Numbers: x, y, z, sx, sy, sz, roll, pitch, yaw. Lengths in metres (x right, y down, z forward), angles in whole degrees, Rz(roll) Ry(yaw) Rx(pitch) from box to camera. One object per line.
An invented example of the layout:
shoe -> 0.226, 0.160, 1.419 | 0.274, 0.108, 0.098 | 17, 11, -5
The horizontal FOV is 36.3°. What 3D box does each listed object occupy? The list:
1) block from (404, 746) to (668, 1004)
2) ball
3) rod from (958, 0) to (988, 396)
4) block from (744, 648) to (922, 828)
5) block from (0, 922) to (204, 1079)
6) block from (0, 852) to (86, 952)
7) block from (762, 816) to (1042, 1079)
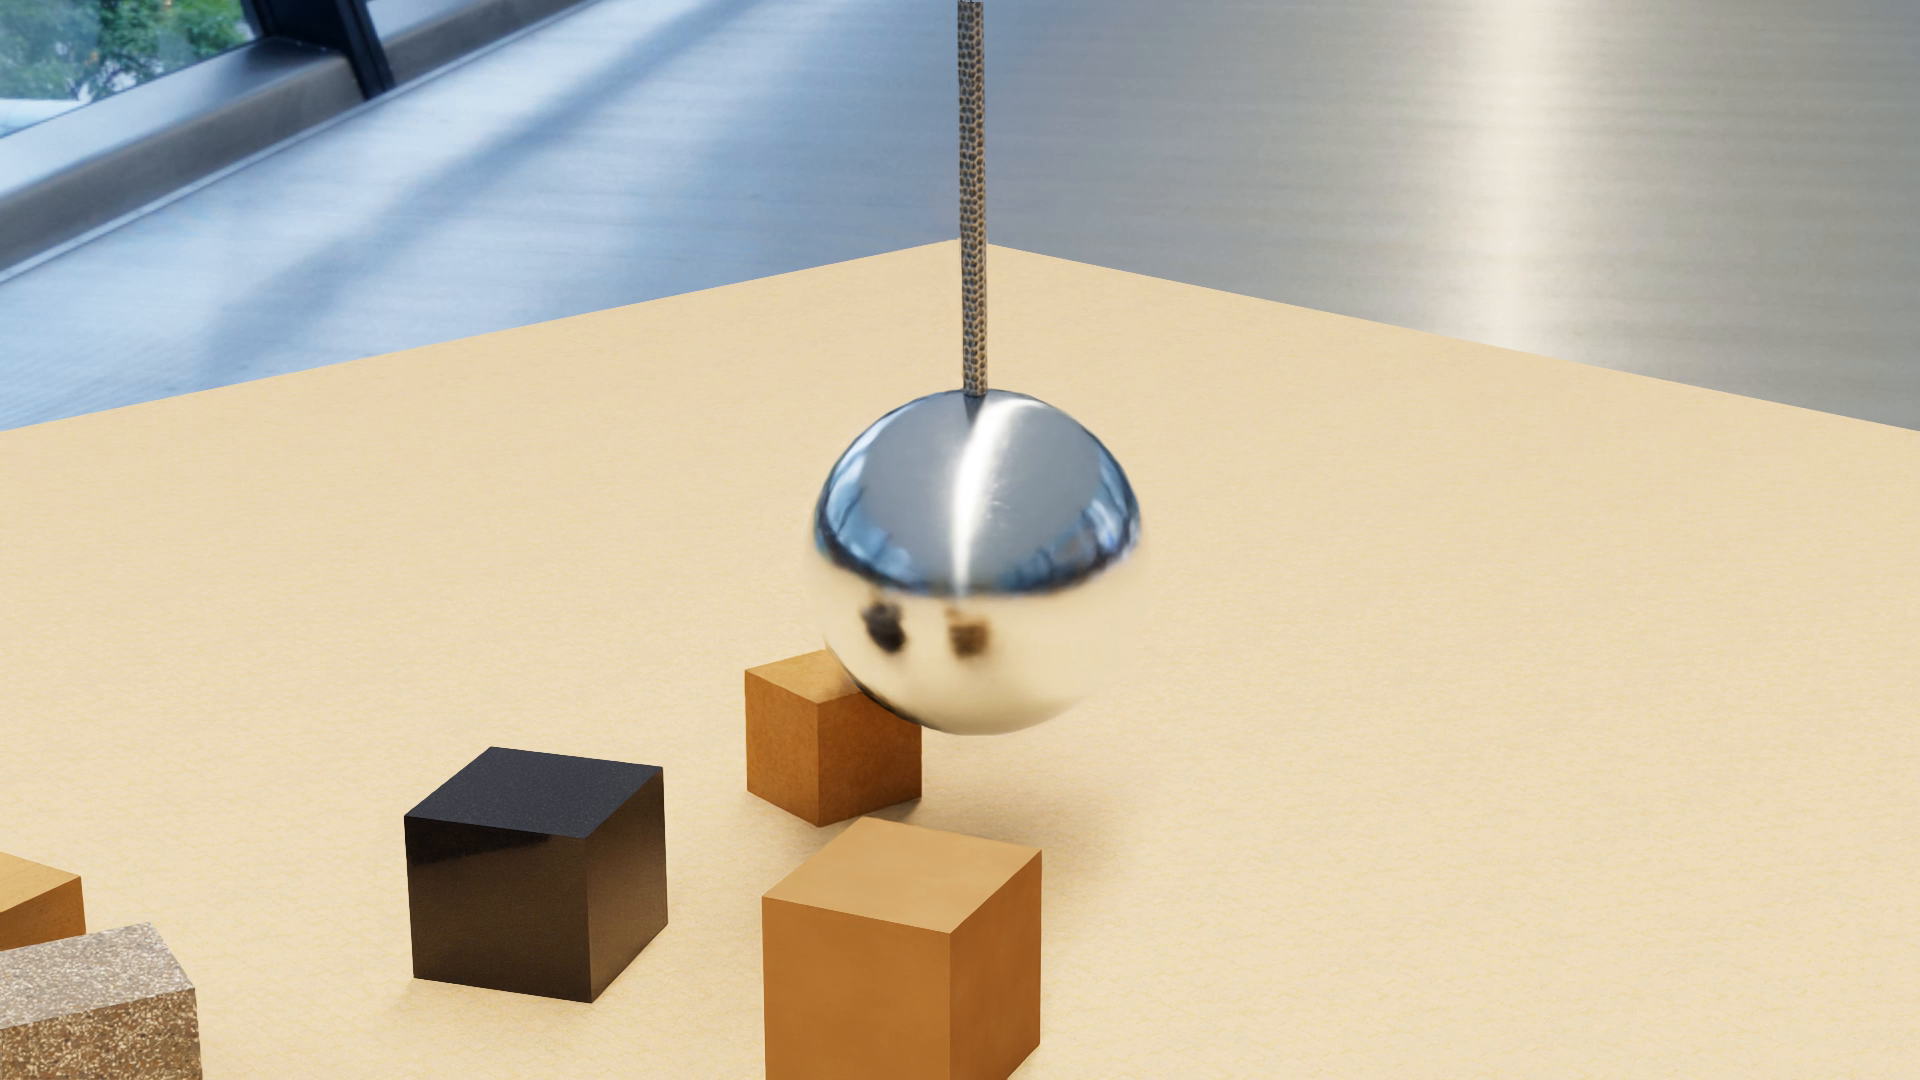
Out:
block -> -1.803, 1.421, 12.581 | 0.822, 0.745, 0.824 | 5, 18, 16
ball -> 0.080, 0.099, 13.456 | 1.600, 1.600, 1.600 | 0, 17, 0
rod -> 0.035, -3.131, 12.394 | 0.080, 5.200, 0.080 | 17, 25, 42
block -> -0.617, 0.943, 14.290 | 0.624, 0.633, 0.598 | -14, 22, -37
block -> -3.313, 1.938, 11.084 | 0.724, 0.656, 0.660 | -9, 20, -27
block -> -3.993, 1.705, 11.734 | 0.738, 0.711, 0.646 | 10, 20, 30
block -> -0.216, 1.698, 11.520 | 0.793, 0.854, 0.861 | 8, 19, 24
